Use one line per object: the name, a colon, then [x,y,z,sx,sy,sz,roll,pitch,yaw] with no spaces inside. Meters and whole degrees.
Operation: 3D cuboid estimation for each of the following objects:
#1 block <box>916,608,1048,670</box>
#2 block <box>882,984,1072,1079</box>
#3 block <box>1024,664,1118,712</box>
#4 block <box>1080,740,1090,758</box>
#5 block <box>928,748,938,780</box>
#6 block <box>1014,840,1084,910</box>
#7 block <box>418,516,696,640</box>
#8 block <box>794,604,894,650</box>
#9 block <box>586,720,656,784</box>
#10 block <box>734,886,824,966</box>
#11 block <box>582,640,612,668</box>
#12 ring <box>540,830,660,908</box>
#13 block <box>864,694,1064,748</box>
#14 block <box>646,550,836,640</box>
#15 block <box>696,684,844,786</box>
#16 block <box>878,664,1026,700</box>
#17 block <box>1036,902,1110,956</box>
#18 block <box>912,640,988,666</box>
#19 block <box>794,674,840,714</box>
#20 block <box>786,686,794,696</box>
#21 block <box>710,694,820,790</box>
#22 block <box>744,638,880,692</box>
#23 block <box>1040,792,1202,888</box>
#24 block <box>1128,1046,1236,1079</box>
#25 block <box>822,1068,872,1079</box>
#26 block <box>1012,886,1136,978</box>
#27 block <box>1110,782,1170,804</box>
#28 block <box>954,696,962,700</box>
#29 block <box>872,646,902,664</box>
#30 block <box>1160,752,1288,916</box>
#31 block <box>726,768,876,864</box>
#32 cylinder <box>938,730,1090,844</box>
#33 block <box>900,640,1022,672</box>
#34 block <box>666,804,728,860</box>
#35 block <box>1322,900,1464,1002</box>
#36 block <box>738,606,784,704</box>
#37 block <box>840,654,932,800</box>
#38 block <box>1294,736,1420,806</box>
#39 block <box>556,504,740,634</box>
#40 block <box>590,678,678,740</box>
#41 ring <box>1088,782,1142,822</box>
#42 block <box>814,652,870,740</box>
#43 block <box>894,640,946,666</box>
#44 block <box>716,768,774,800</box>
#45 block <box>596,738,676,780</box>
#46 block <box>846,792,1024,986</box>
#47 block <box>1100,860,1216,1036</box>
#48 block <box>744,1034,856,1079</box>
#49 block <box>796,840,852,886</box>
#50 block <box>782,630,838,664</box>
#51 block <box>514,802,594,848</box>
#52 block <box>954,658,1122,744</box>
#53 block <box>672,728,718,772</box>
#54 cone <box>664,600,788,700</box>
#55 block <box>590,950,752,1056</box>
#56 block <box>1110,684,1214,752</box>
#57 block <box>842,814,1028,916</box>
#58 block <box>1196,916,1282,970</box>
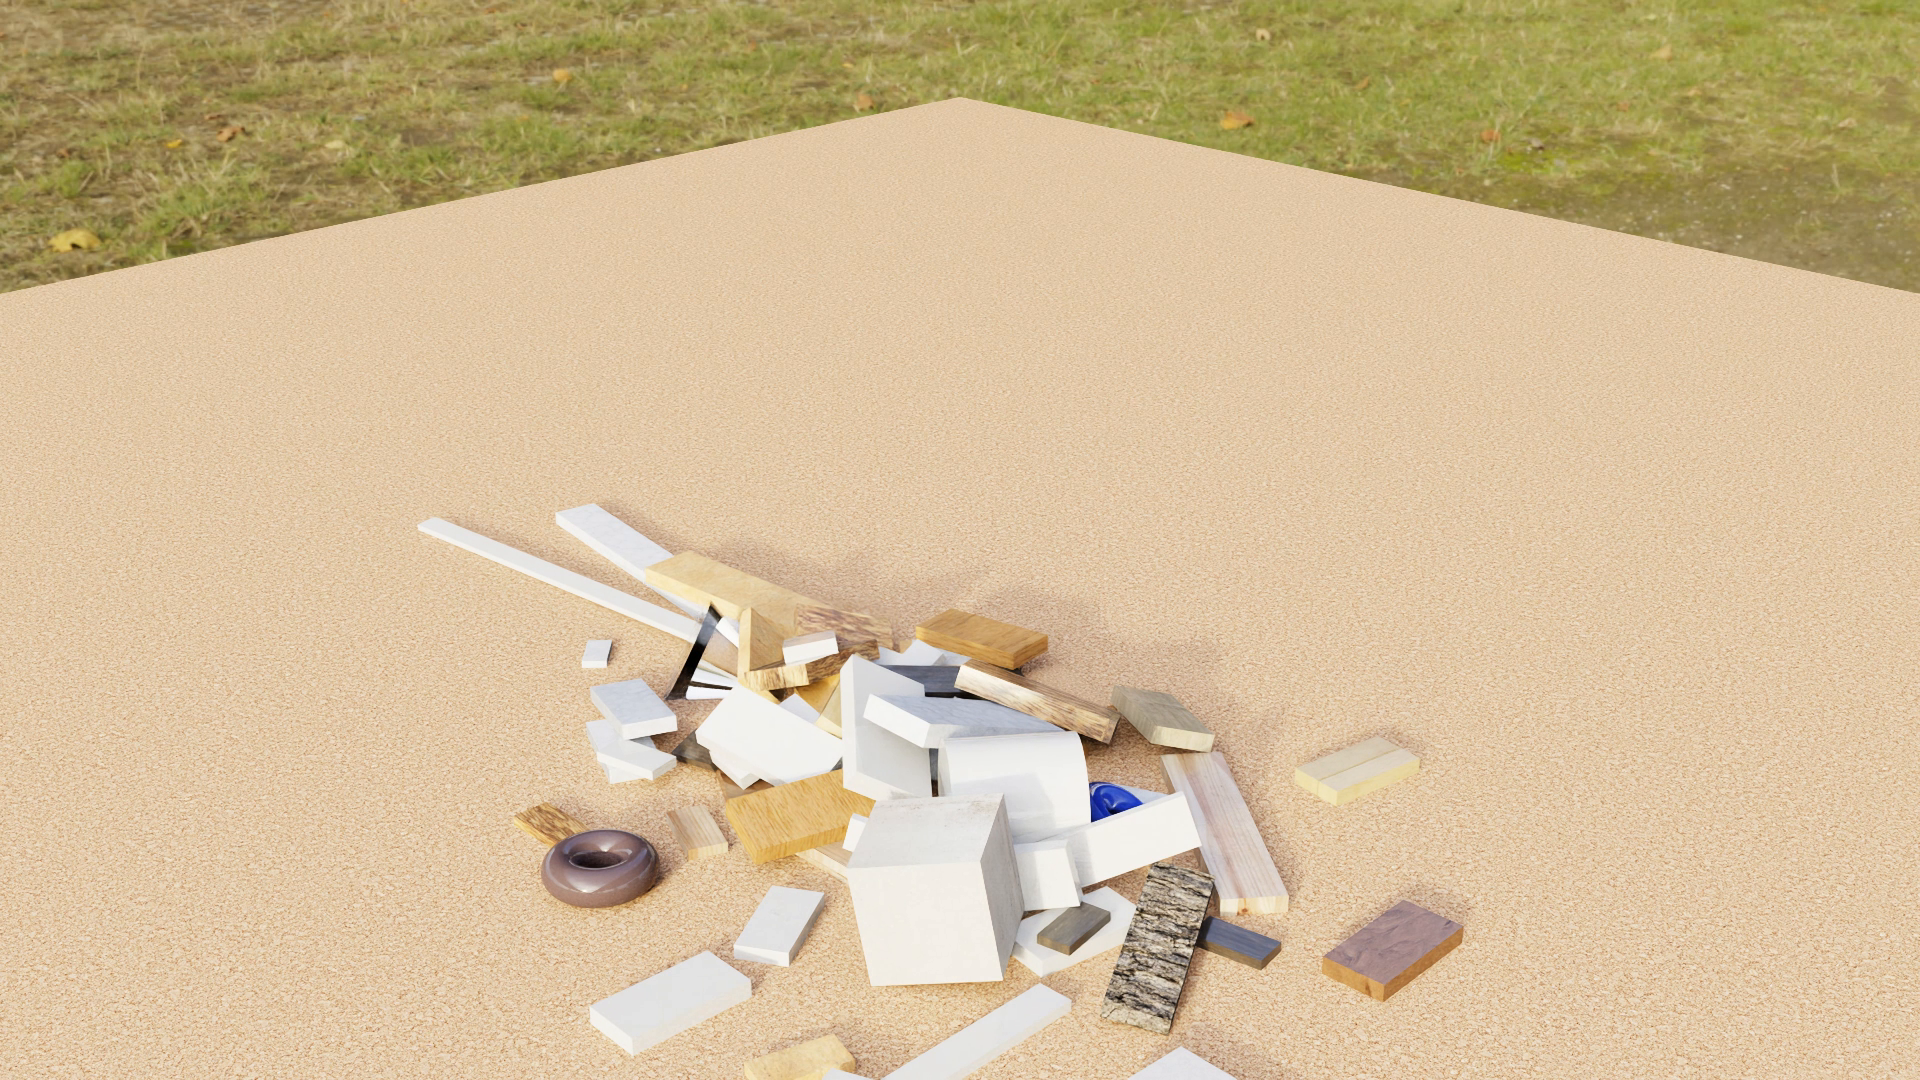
block: [0.049,0.224,5.018,0.273,0.039,0.136,14,25,34]
block: [-0.044,0.883,3.652,0.075,0.021,0.602,21,31,40]
block: [0.240,0.347,4.903,0.114,0.032,0.228,-13,26,-28]
block: [0.163,0.444,4.609,0.112,0.032,0.223,20,18,34]
block: [0.013,0.465,4.544,0.228,0.032,0.114,11,20,-17]
block: [0.096,0.625,4.061,0.241,0.121,0.034,-8,20,18]
block: [-0.927,0.117,5.424,1.321,0.016,0.056,18,35,39]
block: [-0.270,0.215,5.093,0.226,0.032,0.113,10,39,-16]
block: [-0.714,0.442,4.677,0.114,0.032,0.228,-9,24,-19]
block: [-0.331,0.710,4.051,0.104,0.029,0.208,6,24,14]
block: [-0.844,0.265,5.117,0.056,0.016,0.112,-1,23,-1]
ring: [-0.686,0.625,4.194,0.226,0.075,0.226,0,22,0]
block: [0.013,0.374,4.476,0.174,0.049,0.418,23,10,41]
block: [-0.523,0.138,5.302,0.551,0.040,0.143,19,30,38]
block: [-0.379,0.415,4.478,0.285,0.040,0.143,26,56,20]
block: [-0.017,0.317,4.801,0.378,0.032,0.112,3,27,-30]
block: [0.207,0.703,3.988,0.070,0.020,0.140,15,27,32]
block: [-0.024,0.257,5.026,0.170,0.024,0.085,0,23,-1]
block: [-0.221,0.400,4.656,0.157,0.044,0.314,-13,40,-22]
block: [-0.278,0.373,4.825,0.157,0.044,0.314,-5,24,-12]
block: [-0.393,0.415,4.539,0.223,0.032,0.112,-34,46,-24]
block: [-0.321,0.275,4.826,0.157,0.044,0.314,-9,3,28]
block: [0.271,0.580,4.125,0.348,0.104,0.029,-20,11,0]
block: [0.409,0.917,3.554,0.129,0.037,0.258,-20,30,-39]
block: [-0.208,0.912,3.527,0.082,0.023,0.165,10,25,22]
block: [0.211,0.716,4.028,0.252,0.036,0.126,-16,28,-33]
block: [0.351,0.531,4.484,0.140,0.020,0.070,10,25,22]
block: [0.055,0.389,4.723,0.151,0.021,0.076,20,27,-18]
block: [-0.135,0.303,4.957,0.170,0.024,0.085,18,65,36]
block: [0.517,0.574,4.362,0.129,0.037,0.563,-3,23,-6]
block: [-0.298,0.535,4.301,0.285,0.040,0.143,-13,43,-27]
cylinder: [0.101,0.505,4.240,0.259,0.259,0.259,-3,23,-7]
block: [0.000,0.276,5.062,0.273,0.039,0.136,-1,23,-3]
block: [-0.523,0.579,4.366,0.080,0.023,0.160,-9,25,-21]
block: [0.783,0.740,3.971,0.129,0.037,0.258,20,30,39]
block: [-0.441,0.264,4.886,0.033,0.117,0.233,-33,33,19]
block: [-0.151,0.393,4.449,0.174,0.049,0.347,25,32,-22]
block: [0.829,0.480,4.585,0.241,0.034,0.121,-16,28,-33]
block: [-0.684,0.114,5.450,0.113,0.032,1.176,-16,28,-33]
block: [-0.711,0.365,4.774,0.117,0.033,0.295,-9,16,-21]
ring: [0.306,0.548,4.318,0.184,0.061,0.184,26,26,-14]
block: [-0.211,0.337,4.561,0.113,0.032,0.226,34,36,-5]
block: [-0.119,0.303,4.908,0.085,0.024,0.170,26,63,40]
block: [-0.433,0.490,4.560,0.130,0.037,0.260,-6,24,-14]
block: [-0.673,0.455,4.578,0.151,0.021,0.076,15,27,31]
block: [-0.039,0.624,3.935,0.240,0.240,0.240,-5,21,14]
block: [0.360,0.725,3.948,0.121,0.034,0.430,13,30,11]
block: [-0.267,0.877,3.663,0.165,0.023,0.082,-12,26,-26]
block: [-0.246,0.593,4.316,0.130,0.037,0.260,-21,31,-40]
block: [-0.332,0.235,4.870,0.117,0.033,0.233,-11,3,-4]
block: [-0.808,0.573,4.380,0.160,0.023,0.080,21,31,40]
block: [0.169,0.342,4.700,0.347,0.049,0.174,20,4,7]
block: [-0.535,0.441,4.616,0.076,0.021,0.151,-45,31,-26]
cone: [-0.497,0.297,4.920,0.248,0.248,0.248,25,21,-9]
block: [-0.502,0.803,3.824,0.252,0.036,0.126,-20,30,-39]
block: [0.432,0.382,4.719,0.136,0.039,0.273,10,12,-17]
block: [-0.038,0.608,4.124,0.370,0.070,0.020,19,26,8]
block: [0.500,0.734,4.005,0.149,0.021,0.075,16,28,33]
